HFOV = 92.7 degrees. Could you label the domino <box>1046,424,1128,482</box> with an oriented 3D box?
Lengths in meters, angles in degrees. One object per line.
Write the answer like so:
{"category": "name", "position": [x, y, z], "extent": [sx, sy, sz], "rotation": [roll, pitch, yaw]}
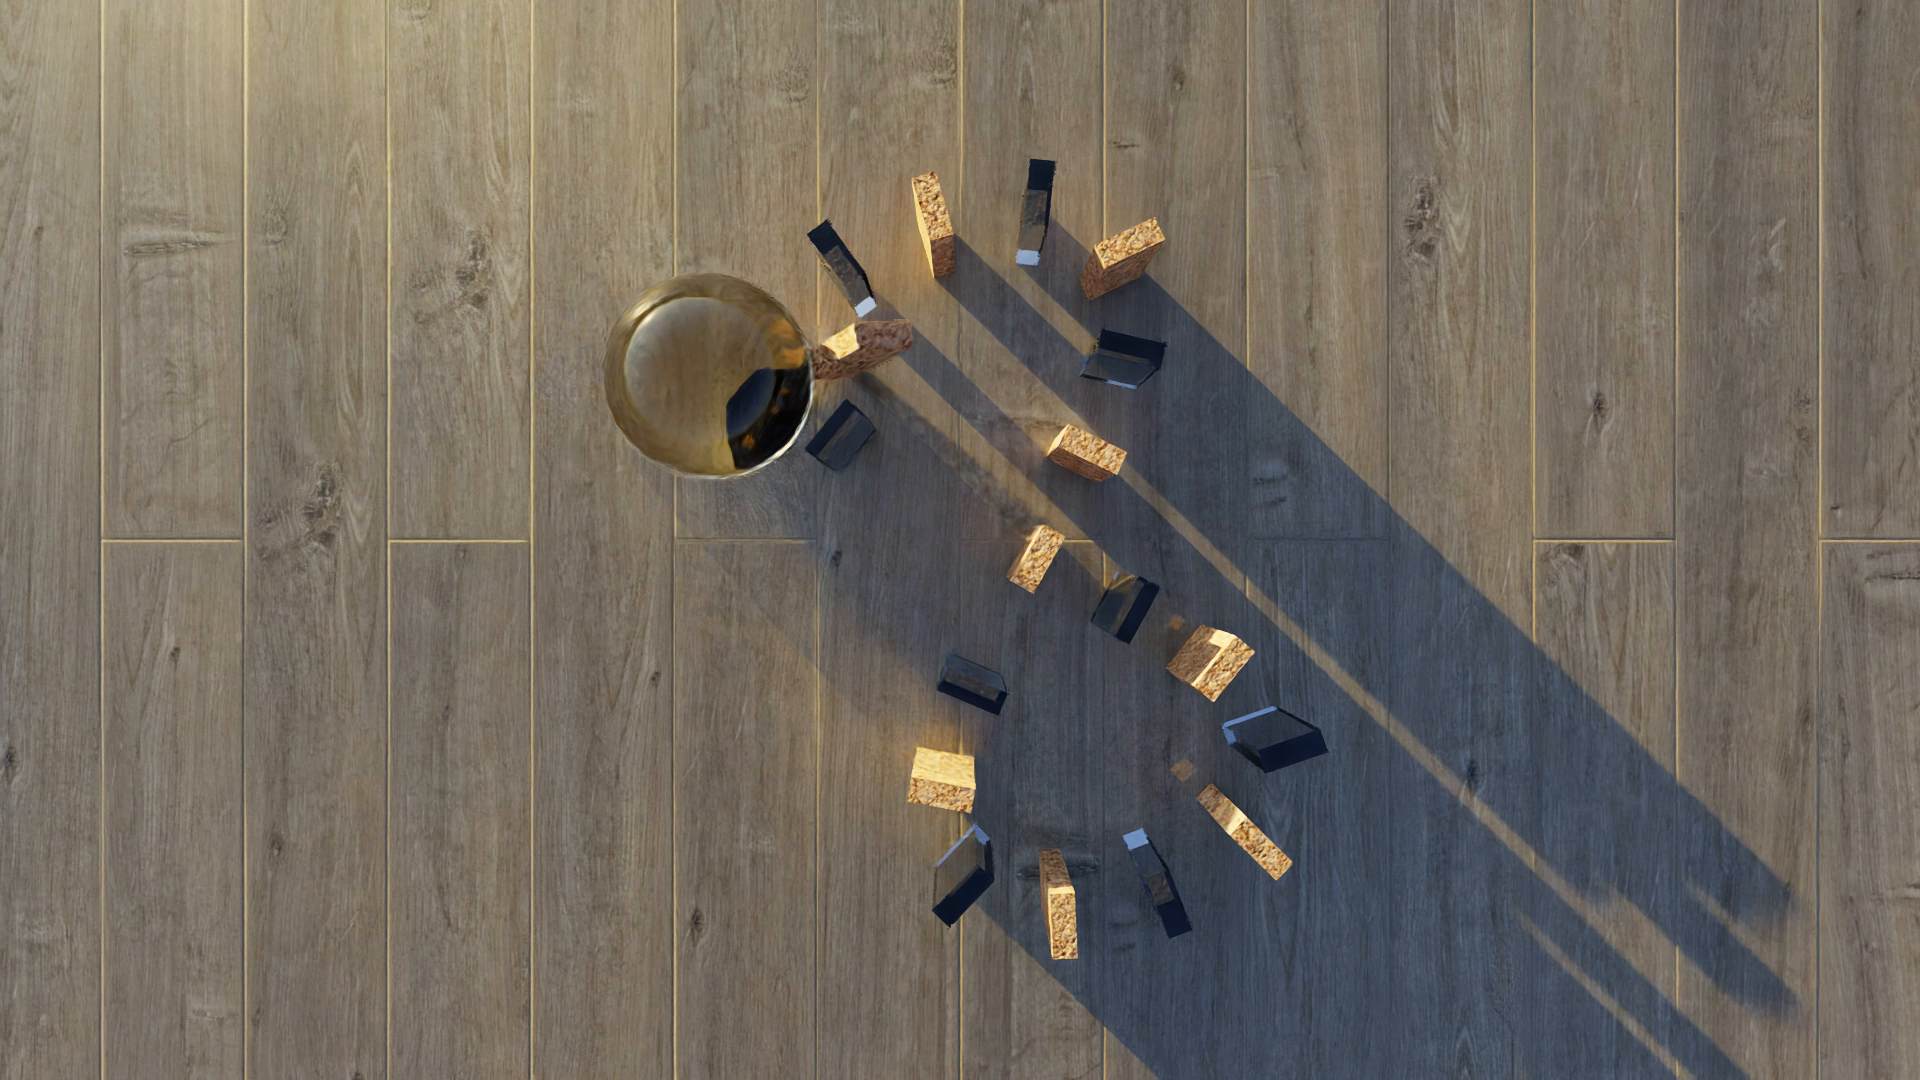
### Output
{"category": "domino", "position": [0.051, -0.035, 0.375], "extent": [0.025, 0.050, 0.010], "rotation": [26, 90, 0]}

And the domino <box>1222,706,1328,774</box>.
{"category": "domino", "position": [0.127, 0.081, 0.375], "extent": [0.025, 0.050, 0.009], "rotation": [-19, 90, 0]}

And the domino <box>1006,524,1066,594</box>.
{"category": "domino", "position": [0.030, 0.007, 0.375], "extent": [0.009, 0.050, 0.025], "rotation": [29, 90, 0]}

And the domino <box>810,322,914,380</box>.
{"category": "domino", "position": [-0.043, -0.076, 0.372], "extent": [0.025, 0.050, 0.009], "rotation": [-12, 91, -35]}

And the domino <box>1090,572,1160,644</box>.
{"category": "domino", "position": [0.067, 0.027, 0.375], "extent": [0.009, 0.050, 0.025], "rotation": [29, 90, 0]}

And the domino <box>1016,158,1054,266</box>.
{"category": "domino", "position": [0.030, -0.133, 0.375], "extent": [0.009, 0.050, 0.025], "rotation": [6, 90, 0]}

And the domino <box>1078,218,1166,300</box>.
{"category": "domino", "position": [0.065, -0.114, 0.375], "extent": [0.025, 0.050, 0.010], "rotation": [-25, 90, 0]}

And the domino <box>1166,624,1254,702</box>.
{"category": "domino", "position": [0.101, 0.049, 0.375], "extent": [0.009, 0.050, 0.025], "rotation": [39, 90, 0]}

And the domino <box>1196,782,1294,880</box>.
{"category": "domino", "position": [0.115, 0.118, 0.375], "extent": [0.025, 0.050, 0.009], "rotation": [44, 90, 0]}

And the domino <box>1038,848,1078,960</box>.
{"category": "domino", "position": [0.040, 0.148, 0.375], "extent": [0.009, 0.050, 0.025], "rotation": [-3, 90, 0]}

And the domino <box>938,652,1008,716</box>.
{"category": "domino", "position": [0.005, 0.058, 0.375], "extent": [0.025, 0.050, 0.010], "rotation": [23, 90, 0]}

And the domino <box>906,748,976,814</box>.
{"category": "domino", "position": [-0.007, 0.097, 0.375], "extent": [0.025, 0.050, 0.010], "rotation": [11, 90, 0]}

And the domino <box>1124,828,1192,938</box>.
{"category": "domino", "position": [0.080, 0.139, 0.375], "extent": [0.010, 0.050, 0.025], "rotation": [-21, 90, 0]}

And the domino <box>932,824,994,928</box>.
{"category": "domino", "position": [0.001, 0.136, 0.375], "extent": [0.010, 0.050, 0.025], "rotation": [44, 90, 0]}

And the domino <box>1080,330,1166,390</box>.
{"category": "domino", "position": [0.066, -0.073, 0.375], "extent": [0.025, 0.050, 0.010], "rotation": [13, 90, 0]}

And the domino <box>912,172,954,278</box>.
{"category": "domino", "position": [-0.010, -0.128, 0.375], "extent": [0.010, 0.050, 0.025], "rotation": [-16, 90, 0]}

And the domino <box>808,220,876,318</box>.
{"category": "domino", "position": [-0.047, -0.110, 0.375], "extent": [0.009, 0.050, 0.025], "rotation": [-36, 90, 0]}

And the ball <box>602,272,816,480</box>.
{"category": "ball", "position": [-0.097, -0.064, 0.360], "extent": [0.080, 0.080, 0.080], "rotation": [0, 90, 0]}

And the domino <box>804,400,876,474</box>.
{"category": "domino", "position": [-0.048, -0.042, 0.375], "extent": [0.010, 0.050, 0.025], "rotation": [40, 90, 0]}
